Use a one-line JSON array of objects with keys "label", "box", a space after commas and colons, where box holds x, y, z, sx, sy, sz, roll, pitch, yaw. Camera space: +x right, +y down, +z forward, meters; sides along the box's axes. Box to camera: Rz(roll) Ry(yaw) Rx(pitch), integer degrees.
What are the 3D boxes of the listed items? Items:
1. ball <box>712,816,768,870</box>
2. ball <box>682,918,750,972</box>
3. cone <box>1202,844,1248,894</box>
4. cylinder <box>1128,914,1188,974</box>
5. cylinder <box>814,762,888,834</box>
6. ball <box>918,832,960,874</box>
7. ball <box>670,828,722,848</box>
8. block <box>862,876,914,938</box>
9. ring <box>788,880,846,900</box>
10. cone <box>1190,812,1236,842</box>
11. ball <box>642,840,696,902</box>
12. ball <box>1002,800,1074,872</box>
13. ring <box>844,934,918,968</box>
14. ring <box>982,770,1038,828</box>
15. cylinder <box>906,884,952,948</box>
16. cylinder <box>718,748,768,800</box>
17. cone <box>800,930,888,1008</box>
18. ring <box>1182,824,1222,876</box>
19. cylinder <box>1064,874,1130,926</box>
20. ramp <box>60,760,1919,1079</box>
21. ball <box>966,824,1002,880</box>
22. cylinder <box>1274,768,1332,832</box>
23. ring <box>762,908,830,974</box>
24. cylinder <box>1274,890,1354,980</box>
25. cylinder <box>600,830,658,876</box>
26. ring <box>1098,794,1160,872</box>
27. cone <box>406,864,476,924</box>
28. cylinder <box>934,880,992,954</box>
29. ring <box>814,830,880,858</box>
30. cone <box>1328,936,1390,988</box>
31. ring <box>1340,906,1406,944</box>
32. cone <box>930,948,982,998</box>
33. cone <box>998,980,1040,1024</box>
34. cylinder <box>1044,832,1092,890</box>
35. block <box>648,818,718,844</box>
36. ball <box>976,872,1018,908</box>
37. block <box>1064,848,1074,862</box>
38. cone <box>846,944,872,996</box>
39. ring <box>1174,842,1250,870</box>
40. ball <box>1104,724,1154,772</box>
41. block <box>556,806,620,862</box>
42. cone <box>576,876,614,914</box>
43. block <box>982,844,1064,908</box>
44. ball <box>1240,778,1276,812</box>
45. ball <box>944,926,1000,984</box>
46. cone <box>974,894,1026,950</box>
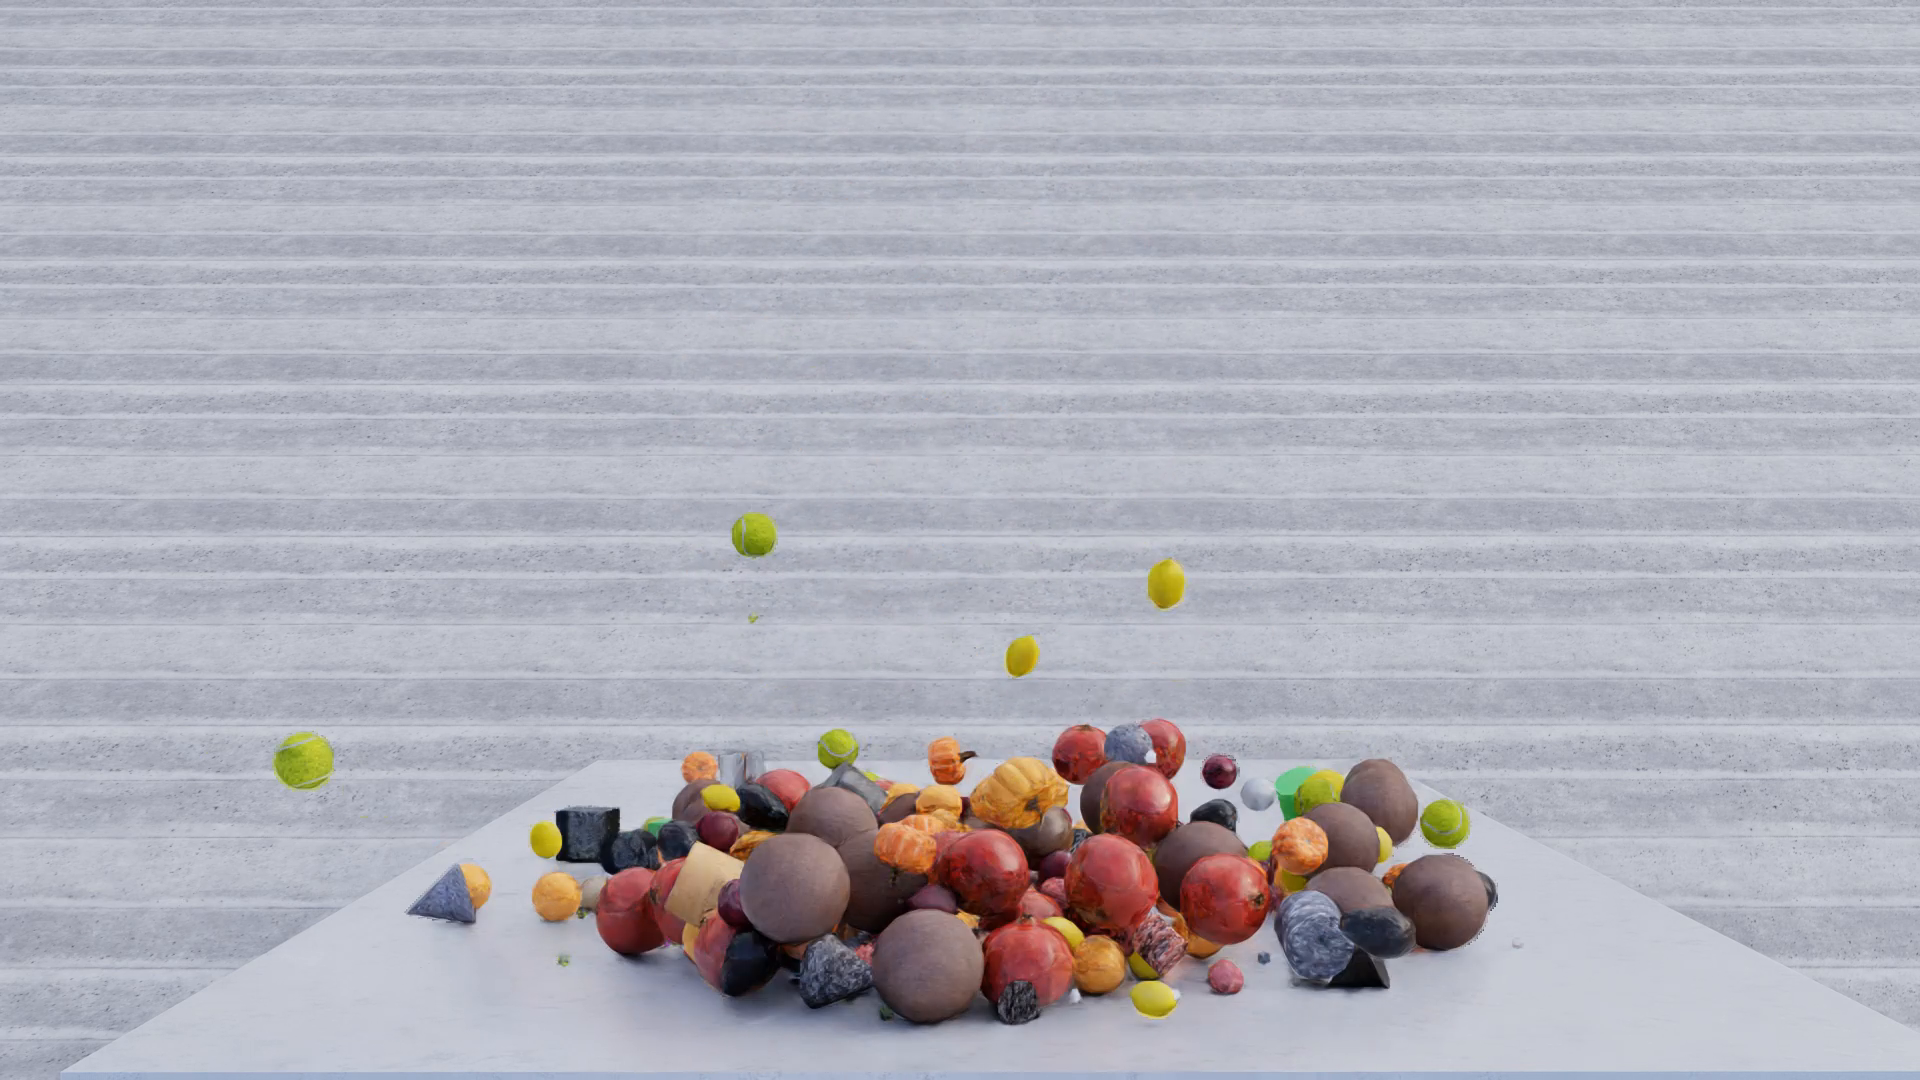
[{"label": "ball", "box": [-0.368, 0.508, 4.314, 0.098, 0.098, 0.098, 0, 31, 0]}, {"label": "ball", "box": [-0.312, 0.509, 3.316, 0.087, 0.087, 0.087, 0, 31, 0]}, {"label": "cone", "box": [0.433, 0.537, 4.091, 0.080, 0.080, 0.080, -8, 28, -13]}, {"label": "cylinder", "box": [0.240, 0.489, 3.132, 0.052, 0.052, 0.052, -27, 57, -37]}, {"label": "cylinder", "box": [-0.161, 0.381, 3.826, 0.077, 0.077, 0.077, 39, 32, -10]}, {"label": "ball", "box": [-0.036, 0.522, 4.329, 0.069, 0.069, 0.069, 0, 31, 0]}, {"label": "ball", "box": [-0.427, 0.509, 4.155, 0.094, 0.094, 0.094, 0, 31, 0]}, {"label": "block", "box": [-0.090, 0.486, 3.409, 0.054, 0.054, 0.054, 20, 55, 20]}, {"label": "ring", "box": [-0.222, 0.538, 3.984, 0.093, 0.031, 0.093, 0, -7, 0]}, {"label": "cone", "box": [0.450, 0.535, 4.490, 0.093, 0.093, 0.093, -7, 26, -11]}, {"label": "ball", "box": [-0.438, 0.507, 3.956, 0.096, 0.096, 0.096, 0, 31, 0]}, {"label": "ball", "box": [0.103, 0.392, 3.434, 0.096, 0.096, 0.096, 0, 31, 0]}, {"label": "ring", "box": [-0.106, 0.528, 3.315, 0.103, 0.103, 0.034, -1, 72, -2]}, {"label": "ring", "box": [0.093, 0.489, 4.748, 0.049, 0.147, 0.147, 27, 39, 24]}, {"label": "cylinder", "box": [-0.040, 0.482, 3.322, 0.059, 0.059, 0.059, -1, 48, 1]}, {"label": "cylinder", "box": [-0.363, 0.390, 4.317, 0.077, 0.077, 0.077, -5, 2, 0]}, {"label": "cone", "box": [-0.124, 0.508, 3.019, 0.092, 0.092, 0.092, 4, 29, 29]}, {"label": "ring", "box": [0.367, 0.468, 3.914, 0.027, 0.080, 0.080, -26, 12, 39]}, {"label": "cylinder", "box": [0.198, 0.520, 3.734, 0.068, 0.068, 0.068, -22, 12, -32]}, {"label": "ramp", "box": [0.068, 0.608, 4.676, 2.000, 0.100, 4.000, 0, 0, 0]}, {"label": "ball", "box": [0.057, 0.507, 4.162, 0.097, 0.097, 0.097, 0, 31, 0]}, {"label": "cylinder", "box": [0.630, 0.477, 4.751, 0.086, 0.086, 0.086, -15, 27, 8]}, {"label": "ring", "box": [-0.203, 0.501, 3.237, 0.098, 0.033, 0.098, 22, 34, -15]}, {"label": "cylinder", "box": [0.440, 0.491, 3.221, 0.085, 0.085, 0.085, -1, 12, -1]}, {"label": "cylinder", "box": [-0.539, 0.511, 4.228, 0.073, 0.073, 0.073, 14, 2, 22]}, {"label": "ring", "box": [0.253, 0.440, 3.877, 0.039, 0.117, 0.117, 1, 24, -39]}, {"label": "cone", "box": [-0.755, 0.524, 3.731, 0.092, 0.092, 0.092, -17, 33, -8]}, {"label": "cylinder", "box": [0.002, 0.504, 3.463, 0.085, 0.085, 0.085, -8, -6, -1]}, {"label": "ring", "box": [-0.201, 0.539, 4.589, 0.116, 0.039, 0.116, 1, 0, 0]}, {"label": "cone", "box": [0.486, 0.536, 3.202, 0.069, 0.069, 0.069, -27, 27, 14]}, {"label": "ring", "box": [0.555, 0.533, 3.580, 0.120, 0.040, 0.120, -2, 0, 0]}, {"label": "cone", "box": [0.004, 0.520, 3.026, 0.063, 0.063, 0.063, -8, 22, -13]}, {"label": "cone", "box": [0.079, 0.539, 2.972, 0.053, 0.053, 0.053, -19, 53, 27]}, {"label": "cylinder", "box": [0.157, 0.509, 4.112, 0.091, 0.091, 0.091, 1, 30, 13]}, {"label": "block", "box": [-0.462, 0.513, 4.321, 0.087, 0.087, 0.087, 0, 0, 16]}, {"label": "ball", "box": [0.050, 0.512, 3.720, 0.067, 0.067, 0.067, 0, 31, 0]}, {"label": "block", "box": [0.148, 0.513, 4.456, 0.079, 0.079, 0.079, -8, 0, -3]}, {"label": "cone", "box": [-0.153, 0.537, 3.149, 0.067, 0.067, 0.067, -28, 27, 16]}, {"label": "ring", "box": [0.426, 0.535, 4.379, 0.131, 0.044, 0.131, -2, -4, 0]}, {"label": "ball", "box": [0.277, 0.343, 4.264, 0.081, 0.081, 0.081, 0, 31, 0]}, {"label": "block", "box": [-0.650, 0.514, 4.524, 0.087, 0.087, 0.087, 0, 0, 13]}, {"label": "cone", "box": [-0.532, 0.541, 3.860, 0.060, 0.060, 0.060, -23, 41, -33]}, {"label": "block", "box": [0.094, 0.482, 3.826, 0.082, 0.082, 0.082, 39, 85, 12]}, {"label": "ball", "box": [0.516, 0.441, 4.481, 0.060, 0.060, 0.060, 0, 31, 0]}, {"label": "ball", "box": [0.015, 0.516, 3.217, 0.071, 0.071, 0.071, 0, 31, 0]}, {"label": "cone", "box": [0.058, 0.494, 3.432, 0.071, 0.071, 0.071, 4, 37, 7]}]
